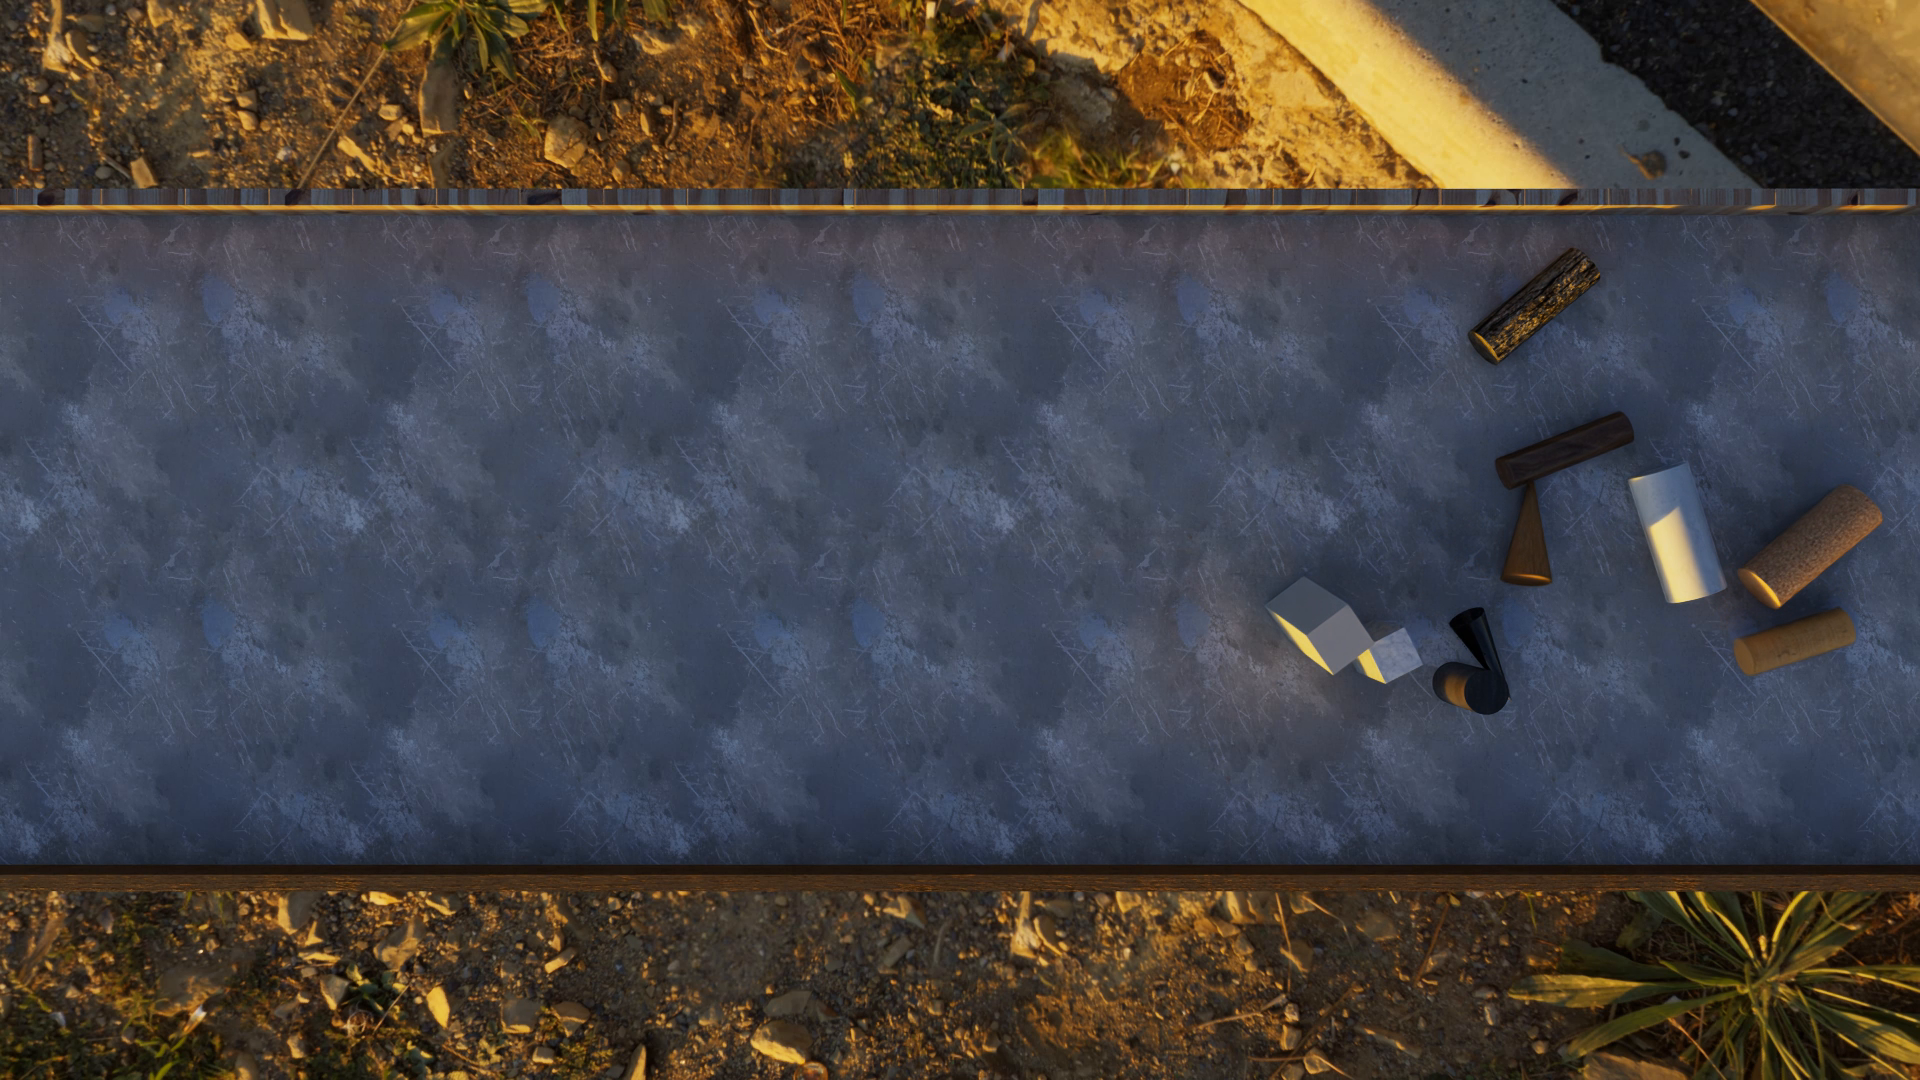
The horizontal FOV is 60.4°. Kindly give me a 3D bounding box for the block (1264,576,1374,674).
[{"bbox_3d":[1.061,0.249,4.885,0.150,0.357,0.150,-37,105,0],"label":"block"}]

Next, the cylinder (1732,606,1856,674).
[{"bbox_3d":[2.537,0.307,5.019,0.320,0.117,0.117,-17,90,0],"label":"cylinder"}]

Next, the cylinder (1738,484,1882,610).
[{"bbox_3d":[2.573,0.020,4.996,0.401,0.161,0.161,-40,90,0],"label":"cylinder"}]

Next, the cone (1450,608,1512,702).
[{"bbox_3d":[1.622,0.369,5.048,0.113,0.113,0.317,-31,100,0],"label":"cone"}]

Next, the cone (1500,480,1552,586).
[{"bbox_3d":[1.739,-0.046,5.040,0.150,0.150,0.347,7,78,0],"label":"cone"}]

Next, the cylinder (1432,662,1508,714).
[{"bbox_3d":[1.519,0.440,4.917,0.130,0.320,0.130,0,90,0],"label":"cylinder"}]

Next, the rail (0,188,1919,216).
[{"bbox_3d":[-2.247,-1.025,5.002,12.000,0.150,0.050,0,90,0],"label":"rail"}]

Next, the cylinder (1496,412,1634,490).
[{"bbox_3d":[1.841,-0.272,5.025,0.397,0.104,0.104,-21,90,0],"label":"cylinder"}]

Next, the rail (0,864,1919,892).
[{"bbox_3d":[-2.247,1.025,5.001,12.000,0.150,0.050,0,90,0],"label":"rail"}]

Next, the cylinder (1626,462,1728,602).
[{"bbox_3d":[2.168,-0.024,4.988,0.177,0.177,0.393,-18,90,0],"label":"cylinder"}]

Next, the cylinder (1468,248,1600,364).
[{"bbox_3d":[1.743,-0.710,5.011,0.398,0.132,0.132,-40,90,0],"label":"cylinder"}]

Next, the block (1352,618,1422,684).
[{"bbox_3d":[1.251,0.328,4.914,0.122,0.322,0.122,-27,92,0],"label":"block"}]
